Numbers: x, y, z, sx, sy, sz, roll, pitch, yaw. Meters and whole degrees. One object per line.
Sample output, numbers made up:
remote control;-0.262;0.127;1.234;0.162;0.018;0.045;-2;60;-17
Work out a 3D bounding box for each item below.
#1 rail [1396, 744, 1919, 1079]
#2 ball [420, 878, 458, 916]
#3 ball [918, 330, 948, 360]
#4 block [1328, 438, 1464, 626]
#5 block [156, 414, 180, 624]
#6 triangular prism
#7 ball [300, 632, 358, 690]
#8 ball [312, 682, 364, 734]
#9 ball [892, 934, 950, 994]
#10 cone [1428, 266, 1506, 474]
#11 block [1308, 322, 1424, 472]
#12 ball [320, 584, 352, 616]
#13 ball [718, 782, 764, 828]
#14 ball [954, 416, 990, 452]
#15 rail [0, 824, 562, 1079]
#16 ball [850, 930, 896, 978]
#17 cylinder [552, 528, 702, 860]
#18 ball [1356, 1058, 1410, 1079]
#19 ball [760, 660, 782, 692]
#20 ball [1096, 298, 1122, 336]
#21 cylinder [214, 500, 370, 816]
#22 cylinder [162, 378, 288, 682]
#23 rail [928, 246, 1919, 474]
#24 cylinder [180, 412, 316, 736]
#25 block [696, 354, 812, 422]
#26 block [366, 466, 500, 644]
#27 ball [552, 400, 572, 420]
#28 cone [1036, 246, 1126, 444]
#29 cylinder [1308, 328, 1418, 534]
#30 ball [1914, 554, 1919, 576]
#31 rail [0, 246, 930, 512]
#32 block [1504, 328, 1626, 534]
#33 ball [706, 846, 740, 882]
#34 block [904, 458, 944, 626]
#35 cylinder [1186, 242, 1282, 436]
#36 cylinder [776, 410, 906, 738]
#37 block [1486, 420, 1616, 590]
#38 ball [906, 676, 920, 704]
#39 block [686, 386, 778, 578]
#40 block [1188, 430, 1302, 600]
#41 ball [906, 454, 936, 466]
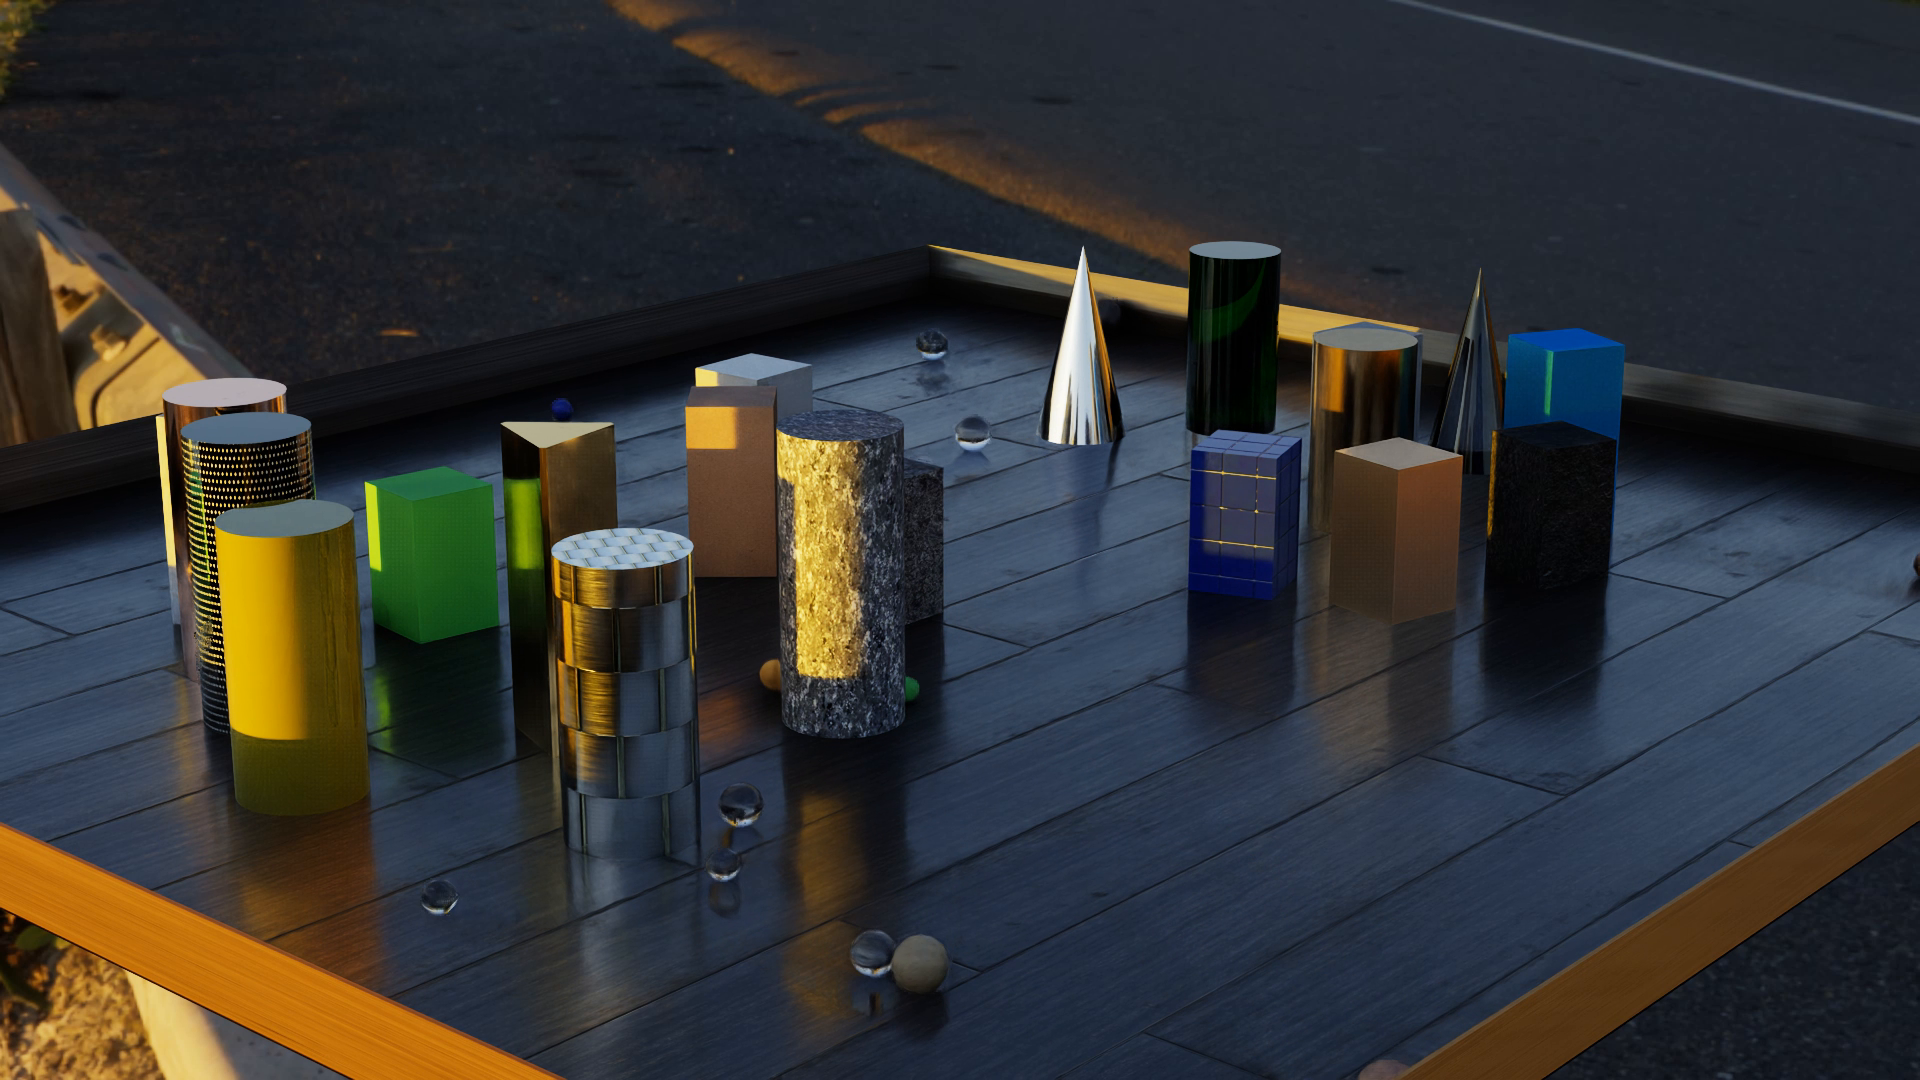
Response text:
rail;1.275;0.351;4.060;0.045;0.125;3.695;14;22;39
ball;-0.679;0.465;3.821;0.047;0.047;0.047;0;17;0
ball;-0.064;-0.454;6.824;0.072;0.072;0.072;0;17;0
block;0.746;-0.017;5.027;0.153;0.273;0.153;-12;21;-35
block;-1.240;-0.046;4.970;0.153;0.362;0.153;5;17;16
triangular prism;-0.620;0.065;4.399;0.144;0.479;0.166;10;19;30
ball;-1.001;0.192;4.651;0.091;0.091;0.091;0;17;0
ball;-0.946;0.255;4.463;0.079;0.079;0.079;0;17;0
ball;-0.048;0.520;3.597;0.072;0.072;0.072;0;17;0
cone;1.040;-0.353;5.909;0.192;0.406;0.192;0;17;0
block;0.808;-0.272;5.844;0.153;0.288;0.153;-14;22;-39
ball;-1.066;0.102;5.012;0.054;0.054;0.054;0;17;0
ball;-0.306;0.371;4.106;0.063;0.063;0.063;0;17;0
ball;0.026;-0.219;6.041;0.073;0.073;0.073;0;17;0
rail;-1.196;0.429;3.802;3.425;0.125;0.045;14;22;39
ball;-0.107;0.513;3.641;0.059;0.059;0.059;0;17;0
cylinder;-0.457;0.210;4.027;0.192;0.416;0.192;0;17;0
ball;0.477;0.617;3.267;0.077;0.077;0.077;0;17;0
ball;-0.292;0.214;4.646;0.050;0.050;0.050;0;17;0
ball;0.345;-0.538;7.068;0.090;0.090;0.090;0;17;0
cylinder;-0.950;0.166;4.181;0.192;0.411;0.192;0;17;0
cylinder;-1.161;-0.014;4.697;0.192;0.458;0.192;0;17;0
rail;1.196;-0.367;6.439;3.425;0.125;0.045;14;22;39
cylinder;-1.073;0.052;4.474;0.192;0.461;0.192;0;17;0
block;-0.384;-0.178;5.508;0.153;0.304;0.153;13;21;37
block;-0.888;0.023;4.937;0.153;0.247;0.153;-14;22;-39
ball;-0.853;-0.278;6.286;0.045;0.045;0.045;0;17;0
cone;0.256;-0.418;6.131;0.192;0.403;0.192;0;17;0
cylinder;0.754;-0.203;5.501;0.192;0.355;0.192;0;17;0
ball;1.721;0.044;5.215;0.047;0.047;0.047;0;17;0
rail;-1.275;-0.289;6.180;0.045;0.125;3.695;14;22;39
block;1.121;-0.198;5.473;0.153;0.361;0.153;-6;18;-20
ball;-0.317;0.434;3.925;0.046;0.046;0.046;0;17;0
block;-0.137;0.002;4.992;0.153;0.257;0.153;15;22;40
cylinder;0.576;-0.424;6.188;0.192;0.381;0.192;0;17;0
cylinder;-0.180;0.050;4.470;0.192;0.466;0.192;0;17;0
block;1.050;-0.064;5.214;0.153;0.254;0.153;-9;19;-26
ball;-0.082;0.235;4.593;0.041;0.041;0.041;0;17;0
block;-0.405;-0.106;5.254;0.153;0.312;0.153;0;17;-1
block;0.501;-0.046;5.155;0.153;0.255;0.153;7;18;22
ball;-0.084;-0.127;5.719;0.084;0.084;0.084;0;17;0
